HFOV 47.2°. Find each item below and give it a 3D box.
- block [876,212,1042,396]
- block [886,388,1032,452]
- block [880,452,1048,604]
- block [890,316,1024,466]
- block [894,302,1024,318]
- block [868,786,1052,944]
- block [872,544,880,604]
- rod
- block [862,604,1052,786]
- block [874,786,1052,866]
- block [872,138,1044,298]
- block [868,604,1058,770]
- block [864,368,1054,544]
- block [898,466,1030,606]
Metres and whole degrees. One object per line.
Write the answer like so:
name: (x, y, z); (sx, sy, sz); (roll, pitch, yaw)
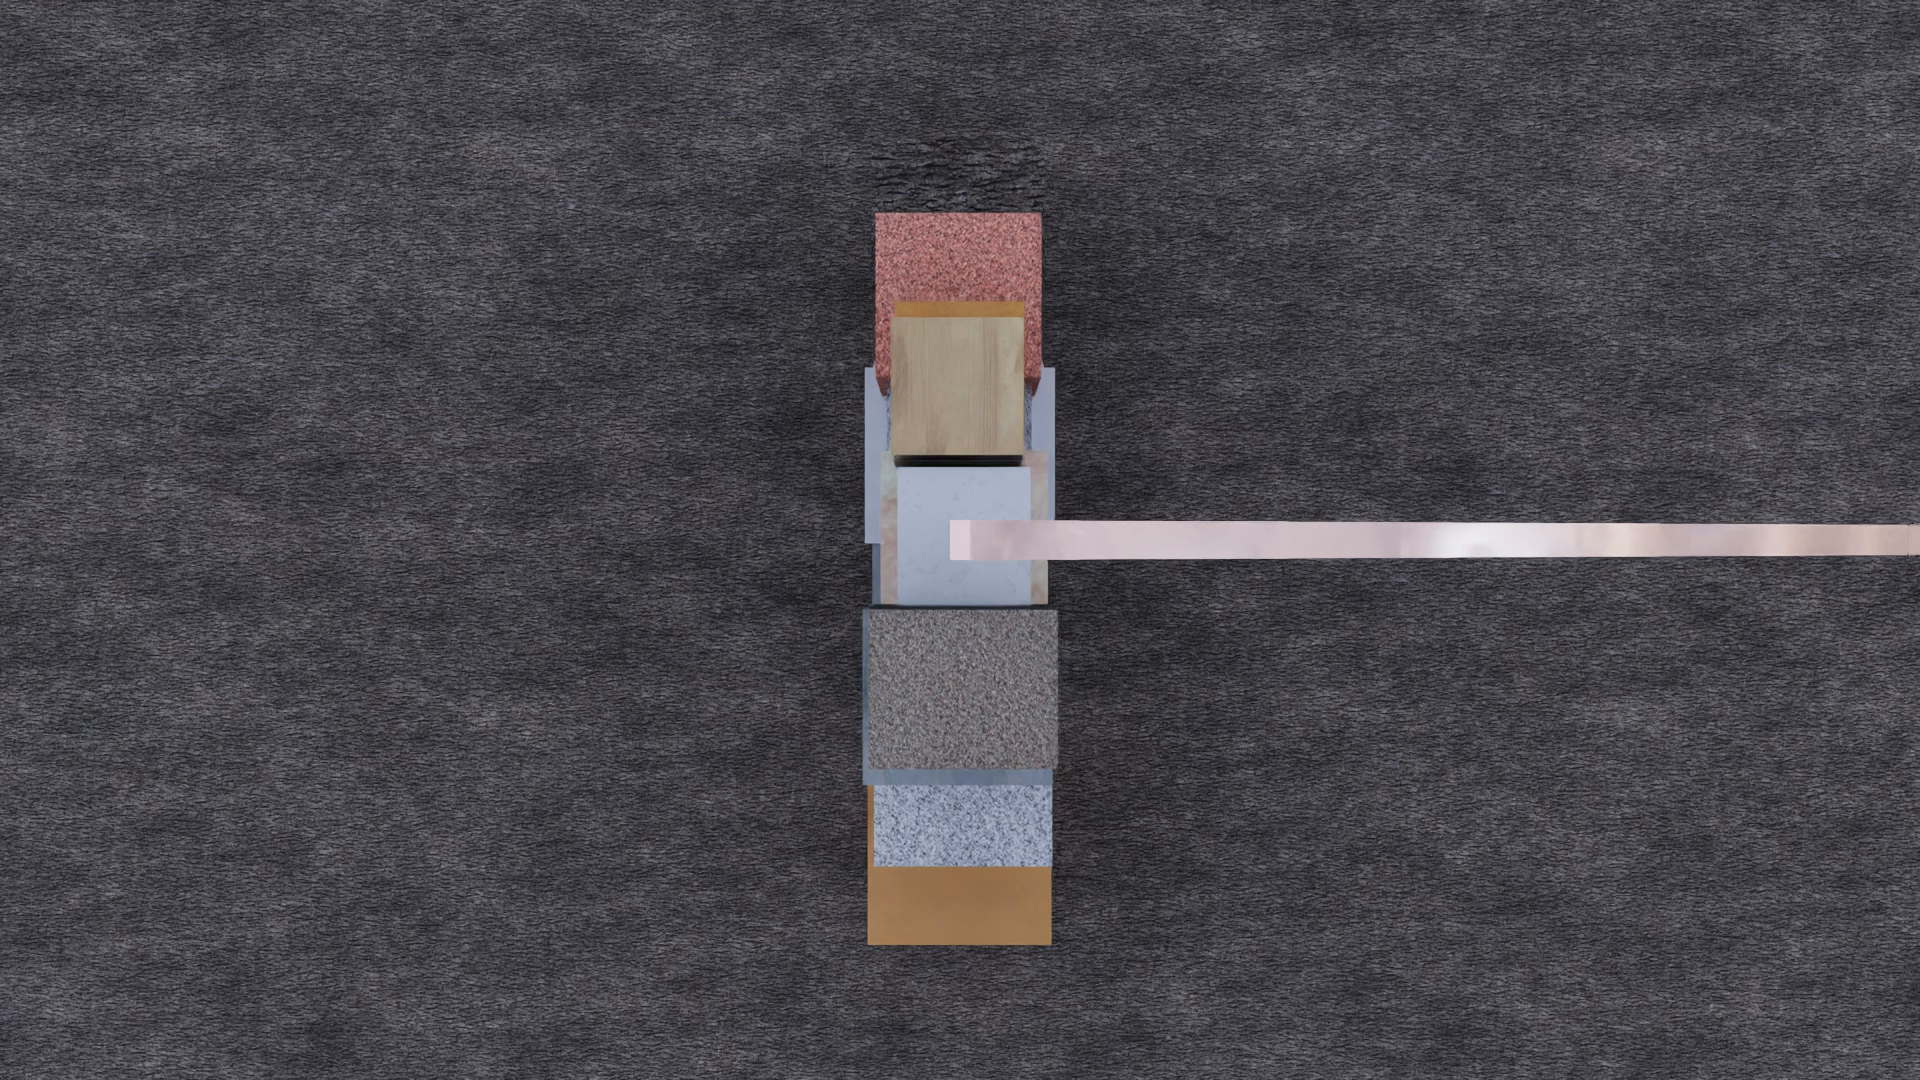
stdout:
block: (-0.007, -1.143, 10.817); (0.784, 0.862, 0.780); (0, 88, 0)
block: (-0.004, -0.345, 10.904); (0.696, 0.674, 0.764); (0, 90, 0)
block: (0.019, -0.051, 10.186); (0.745, 0.765, 0.694); (0, 90, 0)
block: (-0.011, -0.631, 9.521); (0.556, 0.586, 0.582); (0, 87, 0)
block: (-0.002, -0.754, 10.104); (0.579, 0.538, 0.643); (0, 92, 0)
block: (-0.003, 1.692, 12.528); (1.006, 0.945, 1.055); (0, 90, 0)
block: (-0.003, -0.064, 12.561); (0.962, 0.877, 0.963); (0, 90, 0)
rod: (2.234, 0.000, 5.731); (5.200, 0.080, 0.080); (0, 90, -31)
block: (-0.011, 0.676, 9.836); (0.814, 0.782, 0.757); (0, 90, 0)
block: (0.015, 1.106, 10.704); (0.829, 0.955, 0.825); (0, 90, 0)
block: (-0.011, -1.810, 12.582); (0.958, 0.837, 0.820); (0, 90, 0)
block: (0.013, 0.590, 9.057); (0.746, 0.778, 0.629); (0, 90, 0)
block: (-0.001, -0.434, 11.669); (0.971, 0.856, 0.900); (0, 90, 0)
block: (0.017, -0.017, 9.524); (0.559, 0.559, 0.583); (0, 90, 0)
